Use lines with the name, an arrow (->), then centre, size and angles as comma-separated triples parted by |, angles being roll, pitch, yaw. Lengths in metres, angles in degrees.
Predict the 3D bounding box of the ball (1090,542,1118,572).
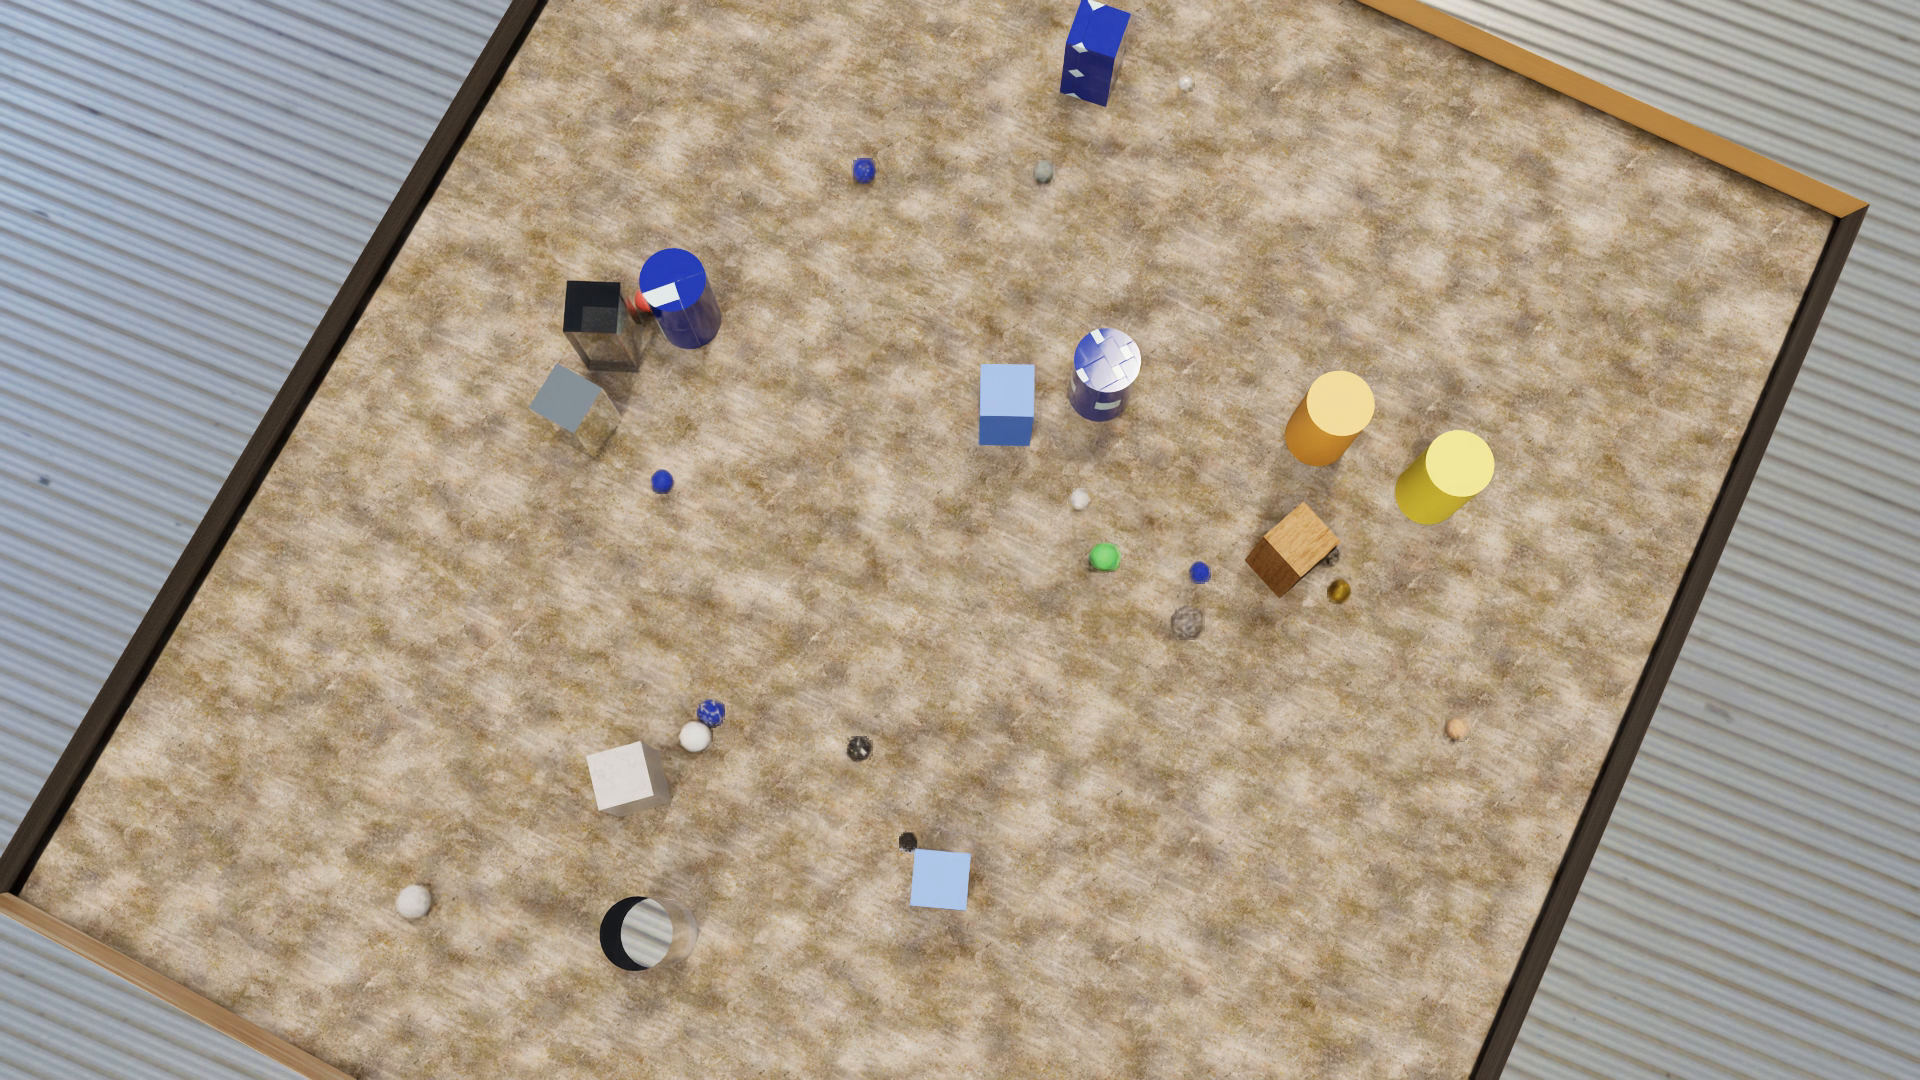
ball -> 0.437, 0.051, 5.562 | 0.087, 0.087, 0.087 | 0, 78, 0

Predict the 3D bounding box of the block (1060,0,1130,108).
block -> 0.423, -1.527, 5.757 | 0.157, 0.344, 0.157 | 19, 79, 4

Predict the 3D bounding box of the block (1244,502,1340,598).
block -> 0.981, 0.034, 5.426 | 0.157, 0.359, 0.157 | -40, 81, -8

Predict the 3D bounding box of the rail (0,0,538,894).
rail -> -1.821, -0.885, 5.733 | 0.045, 0.128, 4.434 | 26, 80, 5

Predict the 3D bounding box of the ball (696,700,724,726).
ball -> -0.746, 0.514, 5.470 | 0.078, 0.078, 0.078 | 0, 78, 0

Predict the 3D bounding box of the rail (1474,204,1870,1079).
rail -> 1.821, 0.898, 5.364 | 0.045, 0.128, 4.434 | 26, 80, 5

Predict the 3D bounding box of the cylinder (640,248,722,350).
cylinder -> -0.848, -0.731, 5.582 | 0.197, 0.365, 0.197 | 0, 78, 0

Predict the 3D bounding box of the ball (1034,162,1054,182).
ball -> 0.266, -1.171, 5.826 | 0.064, 0.064, 0.064 | 0, 78, 0

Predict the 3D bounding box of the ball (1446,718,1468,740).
ball -> 1.483, 0.563, 5.466 | 0.067, 0.067, 0.067 | 0, 78, 0

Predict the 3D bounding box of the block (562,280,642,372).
block -> -1.078, -0.643, 5.551 | 0.157, 0.389, 0.157 | 2, 78, 0

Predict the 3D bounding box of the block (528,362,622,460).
block -> -1.156, -0.383, 5.529 | 0.157, 0.328, 0.157 | 29, 80, 6

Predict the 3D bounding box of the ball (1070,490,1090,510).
ball -> 0.367, -0.123, 5.610 | 0.063, 0.063, 0.063 | 0, 78, 0

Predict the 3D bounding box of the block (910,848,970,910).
block -> -0.055, 0.981, 5.282 | 0.157, 0.257, 0.157 | 5, 78, 1

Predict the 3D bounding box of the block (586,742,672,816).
block -> -0.956, 0.695, 5.306 | 0.157, 0.326, 0.157 | -15, 79, -3

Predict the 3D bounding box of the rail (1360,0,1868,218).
rail -> 0.981, -1.914, 5.946 | 4.119, 0.128, 0.045 | 26, 80, 5

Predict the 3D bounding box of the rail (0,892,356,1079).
rail -> -0.981, 1.928, 5.151 | 4.119, 0.128, 0.045 | 26, 80, 5

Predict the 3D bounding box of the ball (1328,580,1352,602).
ball -> 1.150, 0.154, 5.550 | 0.069, 0.069, 0.069 | 0, 78, 0

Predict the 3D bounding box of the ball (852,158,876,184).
ball -> -0.304, -1.171, 5.820 | 0.077, 0.077, 0.077 | 0, 78, 0

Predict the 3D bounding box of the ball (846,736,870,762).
ball -> -0.302, 0.622, 5.450 | 0.074, 0.074, 0.074 | 0, 78, 0

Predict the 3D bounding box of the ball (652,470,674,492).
ball -> -0.913, -0.182, 5.620 | 0.067, 0.067, 0.067 | 0, 78, 0

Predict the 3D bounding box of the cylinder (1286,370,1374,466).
cylinder -> 1.106, -0.360, 5.505 | 0.197, 0.365, 0.197 | 0, 78, 0

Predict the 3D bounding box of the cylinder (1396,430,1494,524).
cylinder -> 1.439, -0.182, 5.459 | 0.197, 0.382, 0.197 | 0, 78, 0

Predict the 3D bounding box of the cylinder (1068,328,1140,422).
cylinder -> 0.434, -0.496, 5.552 | 0.197, 0.327, 0.197 | 0, 78, 0

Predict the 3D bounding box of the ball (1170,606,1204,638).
ball -> 0.684, 0.247, 5.515 | 0.098, 0.098, 0.098 | 0, 78, 0

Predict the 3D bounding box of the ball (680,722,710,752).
ball -> -0.788, 0.585, 5.449 | 0.091, 0.091, 0.091 | 0, 78, 0

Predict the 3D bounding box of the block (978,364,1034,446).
block -> 0.138, -0.404, 5.527 | 0.157, 0.340, 0.157 | 1, 78, 0

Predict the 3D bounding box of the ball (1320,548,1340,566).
ball -> 1.121, 0.047, 5.573 | 0.066, 0.066, 0.066 | 0, 78, 0

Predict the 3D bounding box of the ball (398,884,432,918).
ball -> -1.592, 1.055, 5.349 | 0.097, 0.097, 0.097 | 0, 78, 0

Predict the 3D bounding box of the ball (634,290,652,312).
ball -> -0.979, -0.751, 5.733 | 0.076, 0.076, 0.076 | 0, 78, 0

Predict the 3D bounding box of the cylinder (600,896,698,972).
cylinder -> -0.868, 1.103, 5.144 | 0.197, 0.478, 0.197 | 0, 78, 0

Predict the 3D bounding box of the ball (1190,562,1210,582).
ball -> 0.727, 0.096, 5.566 | 0.061, 0.061, 0.061 | 0, 78, 0

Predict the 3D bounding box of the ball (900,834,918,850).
ball -> -0.151, 0.892, 5.407 | 0.050, 0.050, 0.050 | 0, 78, 0

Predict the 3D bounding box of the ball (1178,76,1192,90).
ball -> 0.725, -1.470, 5.897 | 0.046, 0.046, 0.046 | 0, 78, 0
